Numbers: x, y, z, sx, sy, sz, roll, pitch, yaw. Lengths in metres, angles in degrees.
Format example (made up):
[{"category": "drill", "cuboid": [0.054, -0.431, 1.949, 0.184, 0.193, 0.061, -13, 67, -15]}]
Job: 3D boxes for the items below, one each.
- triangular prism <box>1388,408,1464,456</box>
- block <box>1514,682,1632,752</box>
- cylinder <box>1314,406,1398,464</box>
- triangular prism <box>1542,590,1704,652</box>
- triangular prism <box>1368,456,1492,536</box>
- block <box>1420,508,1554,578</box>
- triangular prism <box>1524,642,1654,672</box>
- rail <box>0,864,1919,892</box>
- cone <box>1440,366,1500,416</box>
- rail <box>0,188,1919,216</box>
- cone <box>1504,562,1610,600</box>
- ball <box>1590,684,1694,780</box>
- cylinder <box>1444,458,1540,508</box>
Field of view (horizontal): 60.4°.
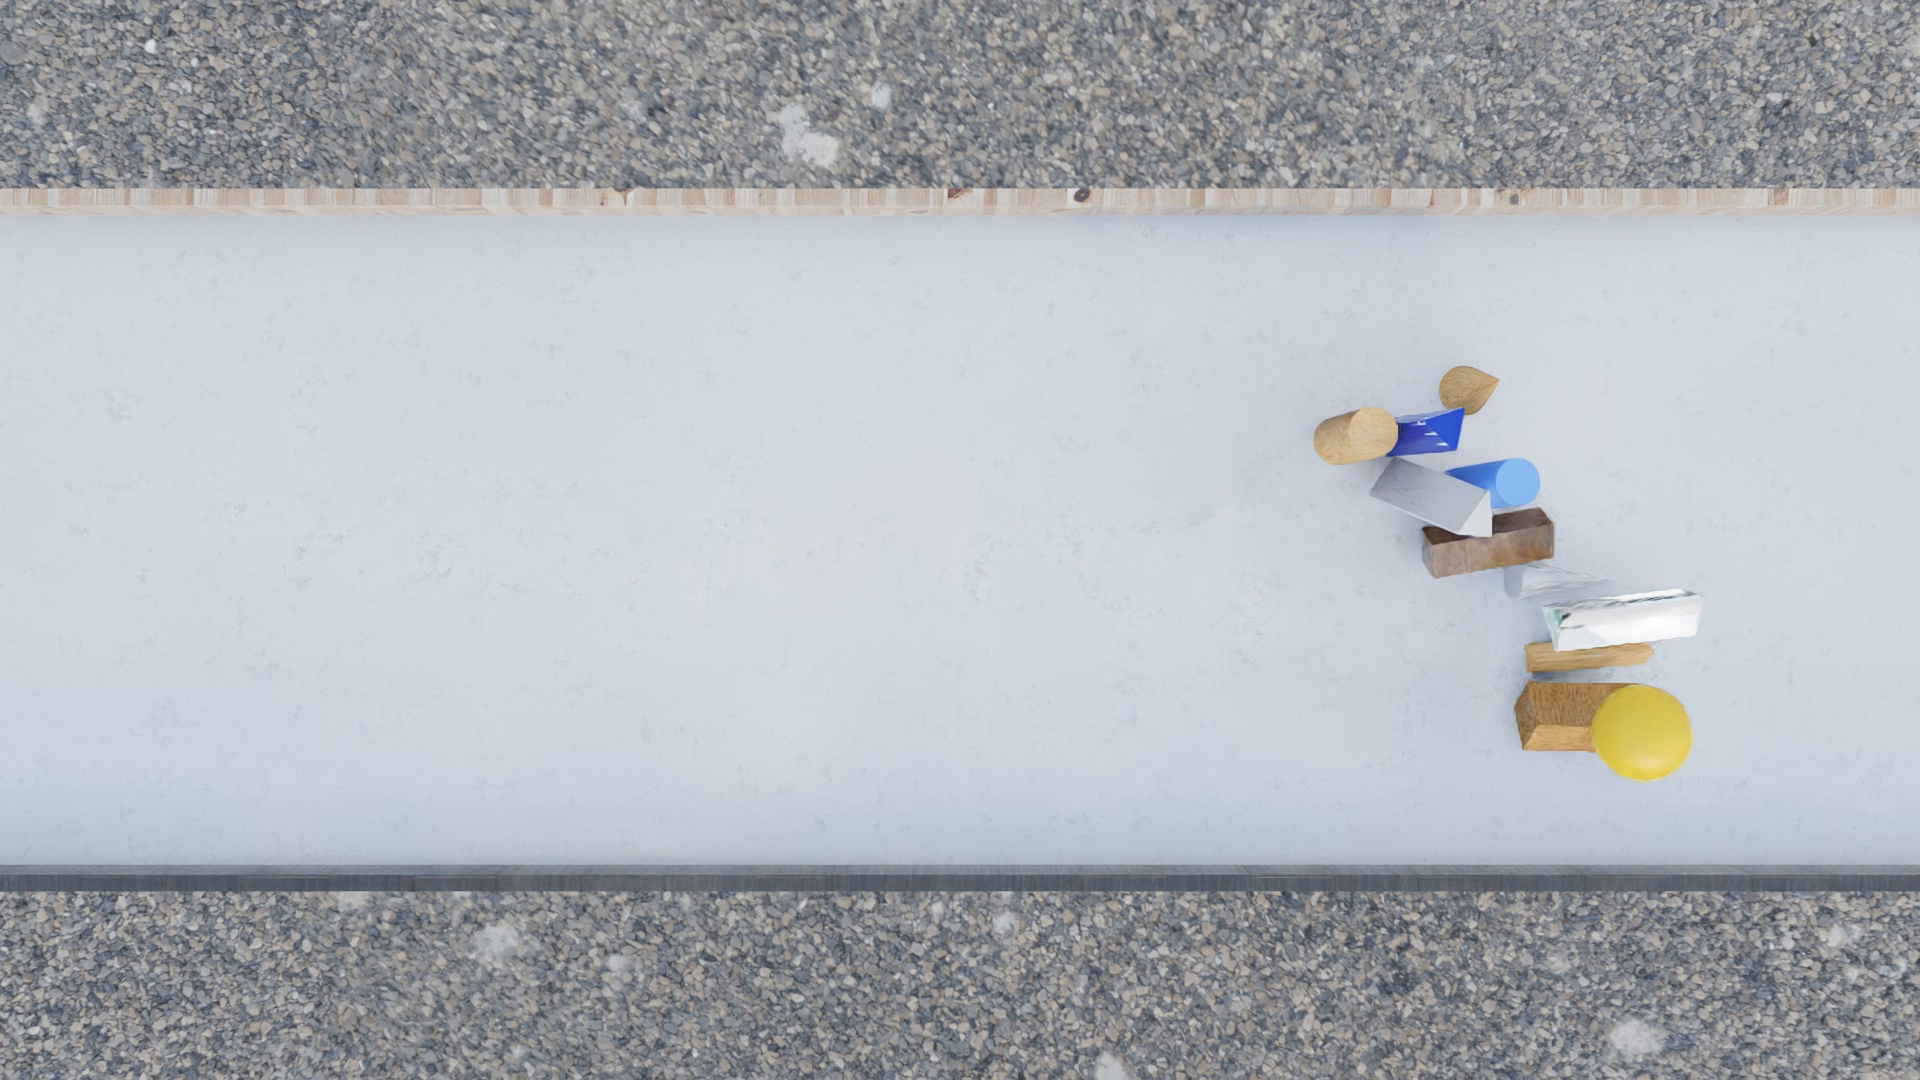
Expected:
[{"category": "triangular prism", "cuboid": [1.345, -0.334, 4.847, 0.123, 0.454, 0.107, 42, 85, -7]}, {"category": "block", "cuboid": [1.868, 0.534, 4.971, 0.329, 0.151, 0.151, 1, 53, 0]}, {"category": "cylinder", "cuboid": [1.174, -0.308, 4.907, 0.148, 0.325, 0.148, 0, 89, -6]}, {"category": "triangular prism", "cuboid": [2.009, 0.219, 4.975, 0.432, 0.131, 0.152, -7, 65, -2]}, {"category": "triangular prism", "cuboid": [1.404, -0.136, 4.878, 0.154, 0.357, 0.133, 3, 107, -36]}, {"category": "block", "cuboid": [1.596, 0.009, 4.993, 0.364, 0.116, 0.116, -10, 117, 2]}, {"category": "triangular prism", "cuboid": [1.917, 0.351, 5.019, 0.371, 0.076, 0.088, -4, 91, -5]}, {"category": "rail", "cuboid": [-2.247, 1.025, 5.001, 12.000, 0.150, 0.050, 0, 90, 0]}, {"category": "cone", "cuboid": [1.551, -0.460, 4.904, 0.155, 0.345, 0.155, 0, 90, 0]}, {"category": "rail", "cuboid": [-2.247, -1.025, 5.002, 12.000, 0.150, 0.050, 0, 90, 0]}, {"category": "cone", "cuboid": [1.849, 0.120, 5.046, 0.337, 0.125, 0.125, 1, 90, -11]}, {"category": "ball", "cuboid": [1.946, 0.549, 4.709, 0.272, 0.272, 0.272, 0, 90, 0]}, {"category": "cylinder", "cuboid": [1.557, -0.159, 4.880, 0.137, 0.375, 0.137, 0, 88, -10]}]
